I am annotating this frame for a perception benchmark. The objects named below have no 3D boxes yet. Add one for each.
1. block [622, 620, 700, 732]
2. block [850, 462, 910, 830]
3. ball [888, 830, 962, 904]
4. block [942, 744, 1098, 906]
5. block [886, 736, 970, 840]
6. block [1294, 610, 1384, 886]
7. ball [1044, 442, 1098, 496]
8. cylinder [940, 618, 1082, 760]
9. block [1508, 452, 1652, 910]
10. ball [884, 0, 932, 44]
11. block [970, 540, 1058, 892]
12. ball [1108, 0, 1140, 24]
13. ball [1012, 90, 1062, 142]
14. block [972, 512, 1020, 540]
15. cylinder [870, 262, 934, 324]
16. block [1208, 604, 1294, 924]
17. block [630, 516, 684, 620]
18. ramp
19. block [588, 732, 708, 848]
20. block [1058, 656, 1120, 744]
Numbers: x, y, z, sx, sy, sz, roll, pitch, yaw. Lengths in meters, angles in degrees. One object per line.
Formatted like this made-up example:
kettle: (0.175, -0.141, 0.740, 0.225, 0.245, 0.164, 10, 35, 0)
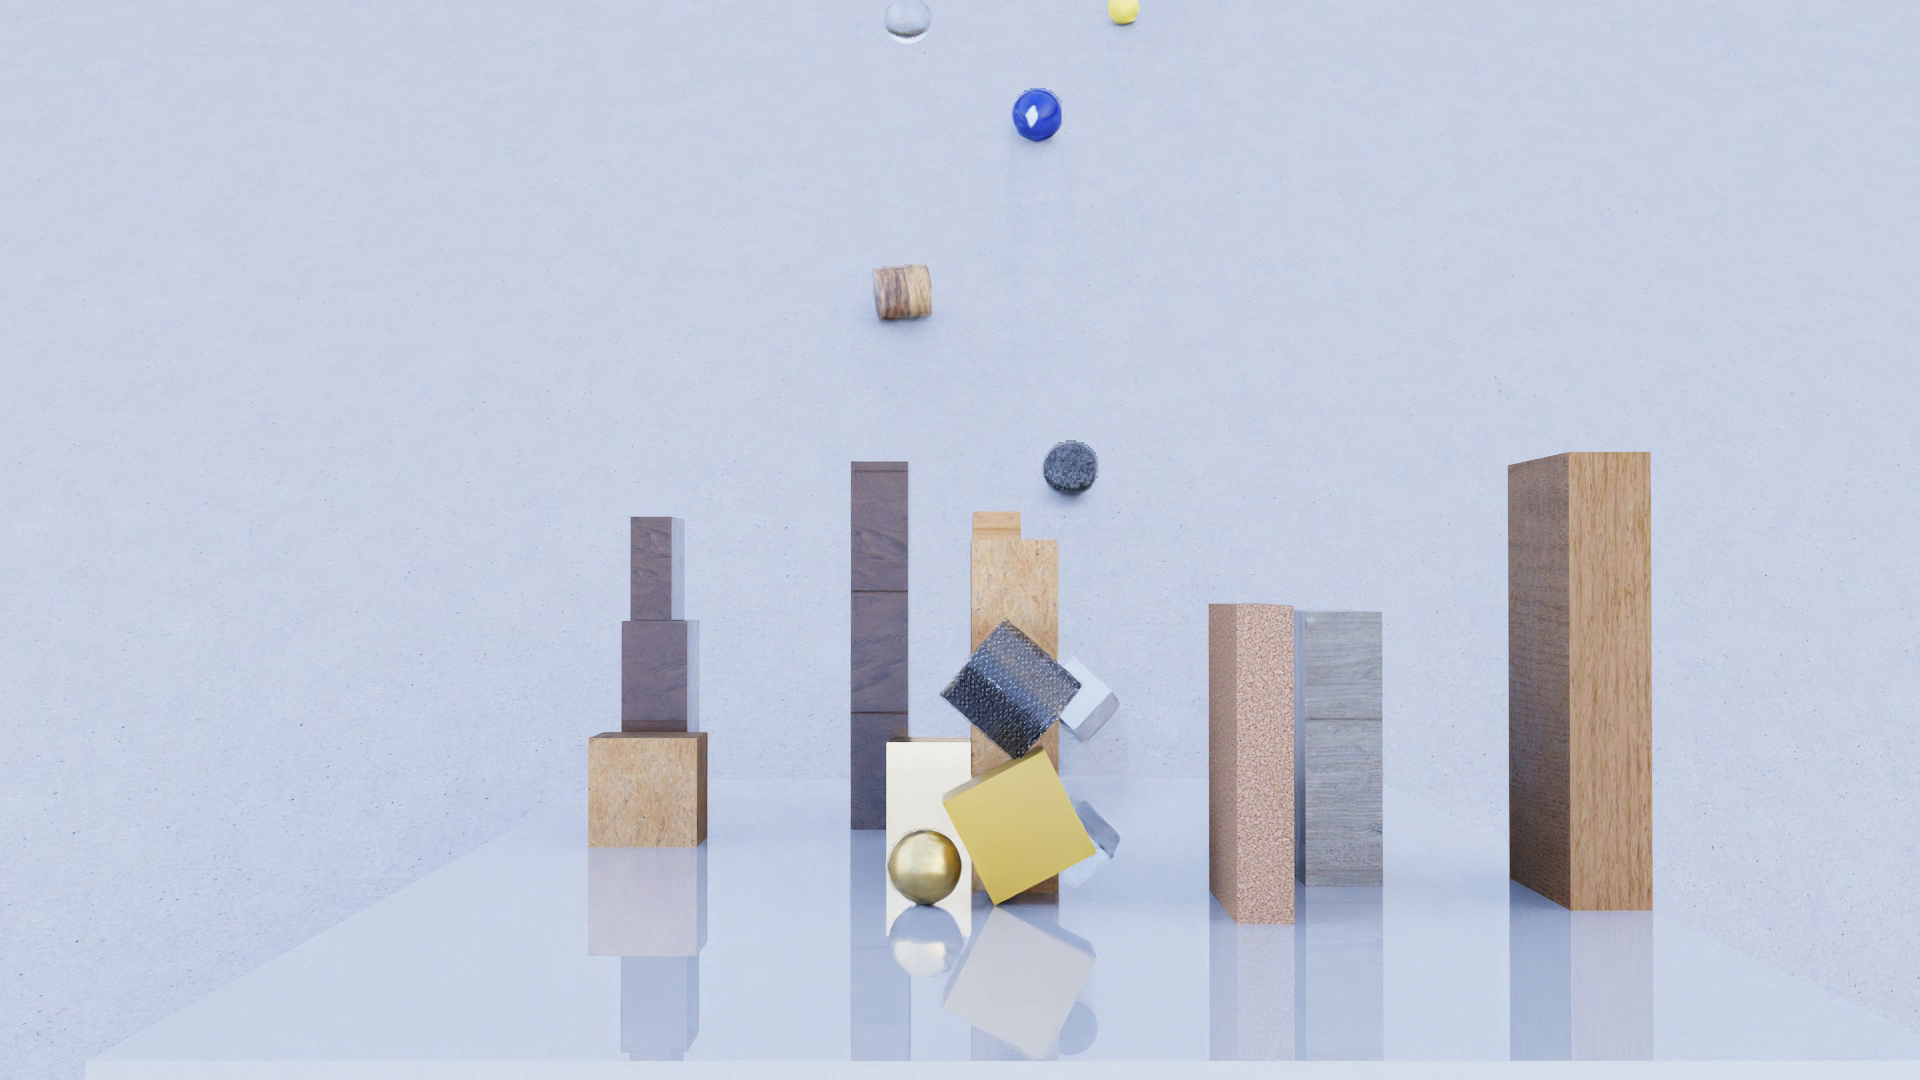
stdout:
block: (-0.614, 0.381, 5.330, 0.133, 0.432, 0.244, 0, -1, 0)
block: (-0.166, 0.220, 5.503, 0.119, 0.761, 0.300, 0, -1, 0)
ball: (-0.055, 0.517, 4.107, 0.117, 0.117, 0.117, 0, 33, 0)
block: (0.094, 0.455, 4.175, 0.181, 0.181, 0.181, -27, -1, 0)
block: (-0.043, 0.500, 5.245, 0.192, 0.192, 0.192, 0, -1, 4)
block: (0.643, 0.353, 4.537, 0.129, 0.460, 0.394, 0, -1, 0)
ball: (0.342, -0.219, 8.051, 0.168, 0.168, 0.168, 0, 33, 0)
cylinder: (0.082, 0.240, 4.188, 0.164, 0.164, 0.164, 41, 41, 1)
block: (1.009, 0.222, 4.246, 0.127, 0.711, 0.447, 0, -1, 0)
ball: (-0.224, -2.233, 11.141, 0.207, 0.207, 0.207, 0, 33, 0)
block: (0.091, 0.292, 4.424, 0.143, 0.579, 0.311, 0, -1, 0)
ball: (0.715, -2.328, 11.350, 0.141, 0.141, 0.141, 0, 33, 0)
ball: (0.307, -1.686, 10.297, 0.201, 0.201, 0.201, 0, 33, 0)
block: (0.066, 0.271, 4.794, 0.084, 0.635, 0.444, 0, -1, 0)
cylinder: (-0.200, -0.863, 9.041, 0.177, 0.177, 0.177, -15, 35, -10)
block: (0.455, 0.338, 4.075, 0.085, 0.474, 0.431, 0, -1, 0)
block: (-0.688, 0.279, 5.903, 0.092, 0.657, 0.271, 0, -1, 0)
ramp: (0.073, 0.637, 4.746, 2.000, 0.100, 4.000, 0, -1, 0)
block: (-0.612, 0.489, 5.102, 0.210, 0.210, 0.210, 0, -1, 0)
block: (0.319, 0.432, 6.976, 0.146, 0.146, 0.146, -46, 67, -5)
